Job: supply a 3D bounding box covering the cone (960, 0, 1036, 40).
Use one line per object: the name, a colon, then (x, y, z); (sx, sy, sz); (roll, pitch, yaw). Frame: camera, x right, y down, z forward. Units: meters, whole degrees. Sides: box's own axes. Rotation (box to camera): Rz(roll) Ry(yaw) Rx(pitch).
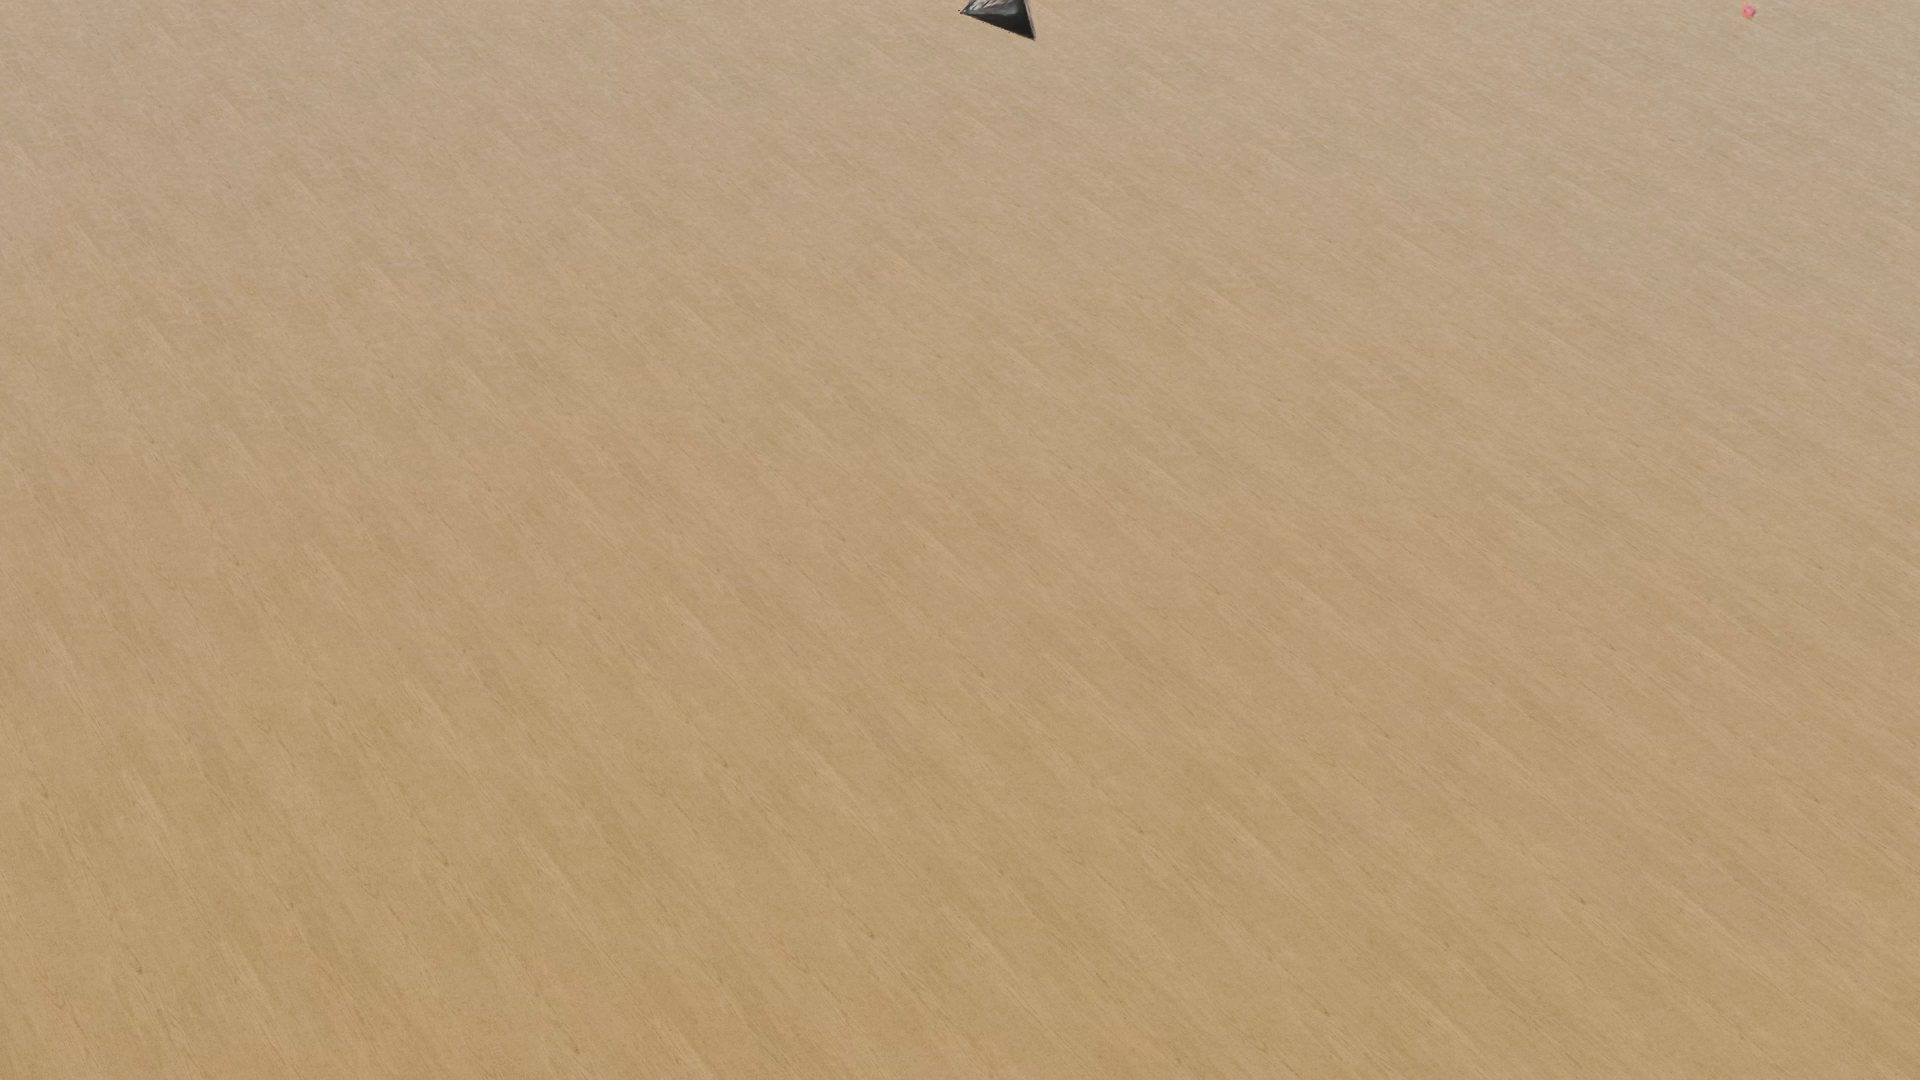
cone: (0.113, -1.841, 10.087); (0.234, 0.312, 0.267); (-12, -1, 7)
